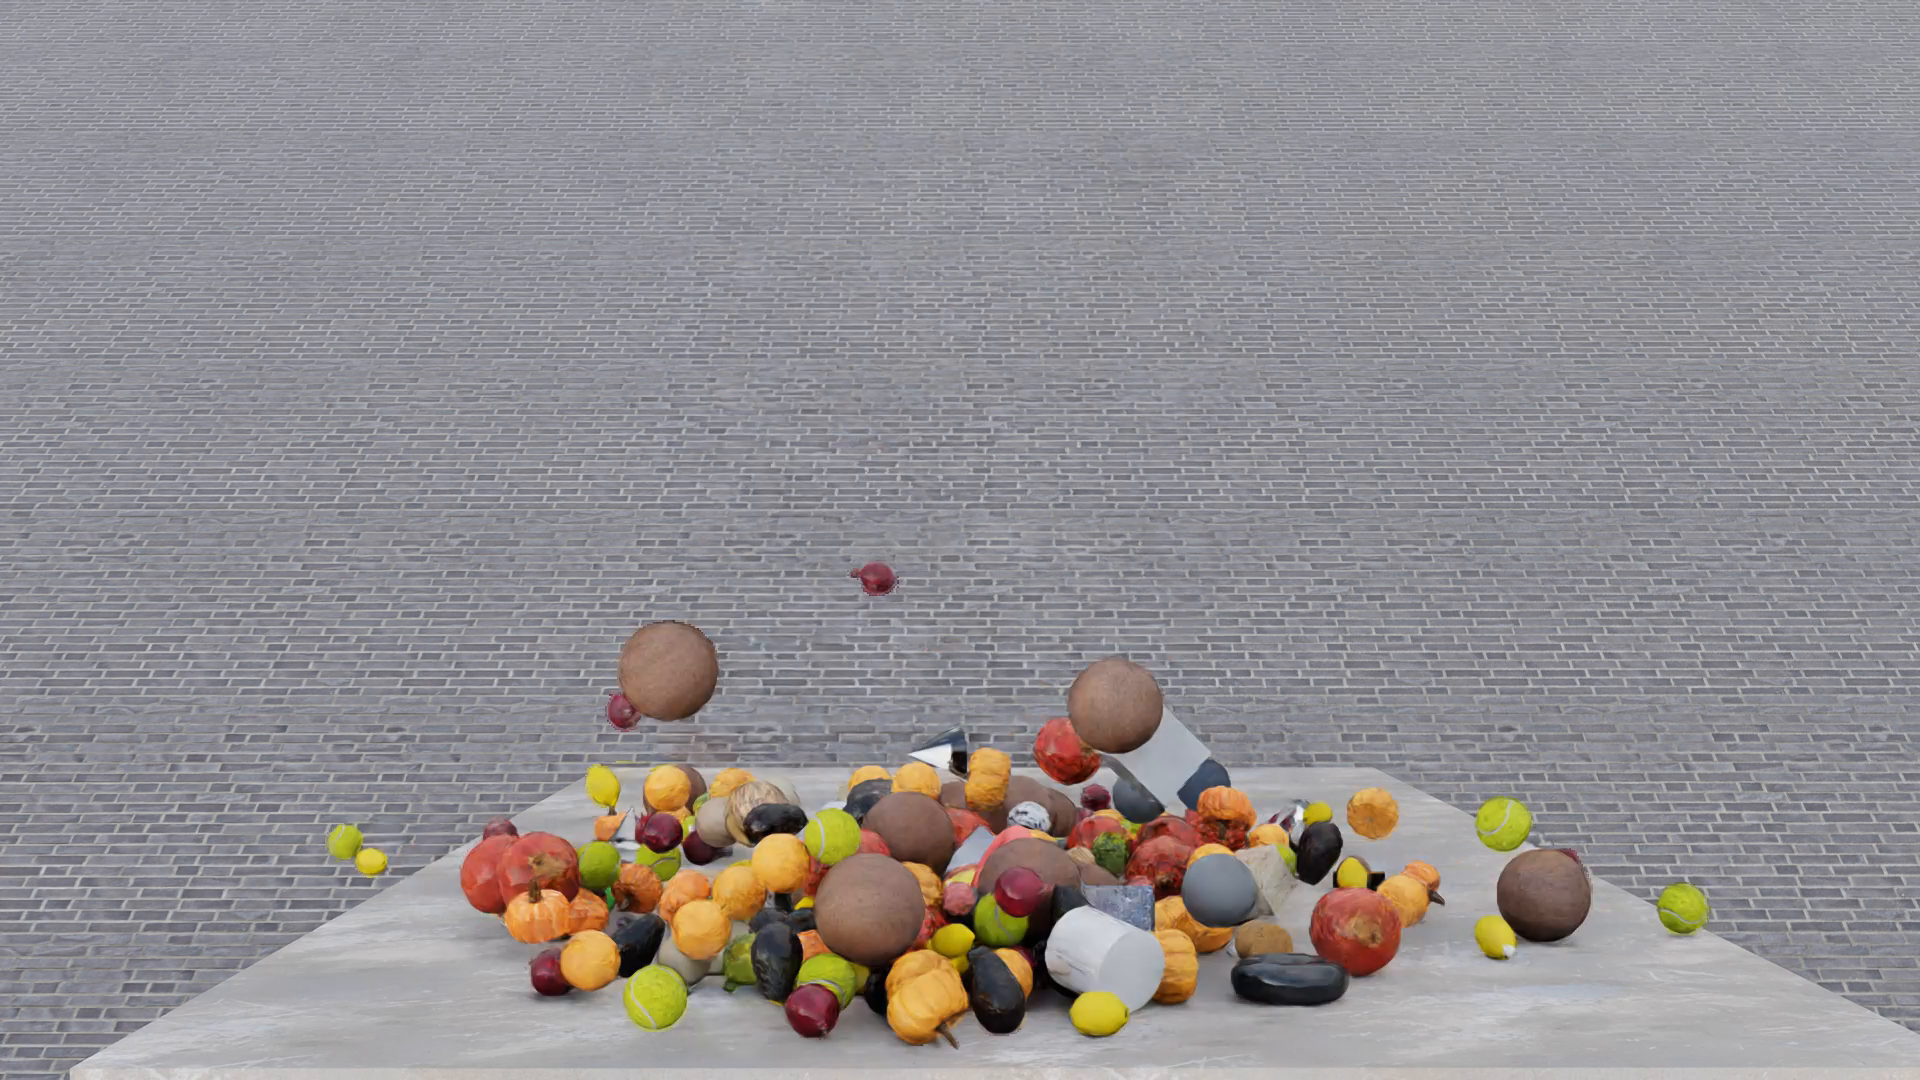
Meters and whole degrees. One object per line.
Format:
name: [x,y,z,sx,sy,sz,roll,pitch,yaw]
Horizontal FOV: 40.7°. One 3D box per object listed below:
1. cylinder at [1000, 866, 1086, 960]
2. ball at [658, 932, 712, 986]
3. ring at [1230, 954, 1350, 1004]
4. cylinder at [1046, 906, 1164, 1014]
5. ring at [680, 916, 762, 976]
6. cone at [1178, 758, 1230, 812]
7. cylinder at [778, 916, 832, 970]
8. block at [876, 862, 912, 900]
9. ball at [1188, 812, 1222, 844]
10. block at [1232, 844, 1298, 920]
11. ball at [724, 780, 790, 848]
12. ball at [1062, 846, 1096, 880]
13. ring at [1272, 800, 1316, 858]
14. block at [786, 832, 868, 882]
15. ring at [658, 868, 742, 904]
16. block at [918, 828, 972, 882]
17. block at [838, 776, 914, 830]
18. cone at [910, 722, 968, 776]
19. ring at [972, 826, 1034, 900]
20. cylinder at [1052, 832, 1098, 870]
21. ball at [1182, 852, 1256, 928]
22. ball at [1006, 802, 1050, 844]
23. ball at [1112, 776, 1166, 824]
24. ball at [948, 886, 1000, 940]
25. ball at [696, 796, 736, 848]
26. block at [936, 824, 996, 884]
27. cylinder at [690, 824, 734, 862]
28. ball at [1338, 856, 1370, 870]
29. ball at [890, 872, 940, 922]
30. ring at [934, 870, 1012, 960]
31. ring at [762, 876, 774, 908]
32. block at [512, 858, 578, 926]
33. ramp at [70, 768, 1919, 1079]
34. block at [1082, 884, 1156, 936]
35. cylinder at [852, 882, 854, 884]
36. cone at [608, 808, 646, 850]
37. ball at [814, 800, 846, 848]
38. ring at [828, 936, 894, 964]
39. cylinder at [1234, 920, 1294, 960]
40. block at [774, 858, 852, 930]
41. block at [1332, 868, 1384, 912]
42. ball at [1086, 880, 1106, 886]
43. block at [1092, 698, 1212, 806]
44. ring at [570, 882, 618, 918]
cylinder: [0.108,0.482,3.344,0.094,0.094,0.094,8,65,12]
ball: [-0.343,0.522,3.230,0.068,0.068,0.068,0,32,0]
ring: [0.400,0.532,3.140,0.143,0.048,0.143,1,-1,0]
cylinder: [0.168,0.487,3.008,0.098,0.098,0.098,-22,22,-31]
ring: [-0.312,0.524,3.347,0.113,0.038,0.113,7,23,-3]
cone: [0.378,0.399,4.117,0.089,0.089,0.089,2,73,-6]
cylinder: [-0.202,0.522,3.357,0.055,0.055,0.055,20,-4,1]
block: [-0.104,0.538,4.085,0.053,0.053,0.053,0,-1,-6]
ball: [0.461,0.540,4.879,0.063,0.063,0.063,0,32,0]
block: [0.411,0.478,3.608,0.071,0.071,0.071,-17,18,43]
ball: [-0.295,0.399,3.766,0.097,0.097,0.097,0,32,0]
ball: [0.176,0.478,3.822,0.051,0.051,0.051,0,32,0]
ring: [0.589,0.509,4.573,0.036,0.109,0.109,25,27,-17]
block: [-0.199,0.497,4.062,0.088,0.088,0.088,-27,1,-33]
ring: [-0.407,0.542,4.053,0.130,0.043,0.130,2,1,0]
block: [-0.023,0.527,4.337,0.080,0.080,0.080,0,-1,-14]
block: [-0.159,0.509,4.939,0.099,0.099,0.099,-12,-14,32]
cone: [-0.043,0.362,4.419,0.094,0.094,0.094,-4,32,-12]
ring: [0.055,0.421,3.354,0.038,0.114,0.114,33,32,-9]
cylinder: [0.193,0.524,4.348,0.056,0.056,0.056,-22,15,38]
ball: [0.325,0.441,3.257,0.094,0.094,0.094,0,32,0]
ball: [0.101,0.420,3.836,0.065,0.065,0.065,0,32,0]
ball: [0.281,0.398,4.041,0.087,0.087,0.087,0,32,0]
ball: [0.018,0.474,3.295,0.066,0.066,0.066,0,32,0]
ball: [-0.391,0.461,4.233,0.083,0.083,0.083,0,32,0]
block: [0.026,0.471,3.697,0.080,0.080,0.080,42,69,7]
cylinder: [-0.438,0.530,4.566,0.067,0.067,0.067,-10,32,-3]
ball: [0.637,0.538,4.184,0.055,0.055,0.055,0,32,0]
ball: [-0.062,0.508,3.685,0.072,0.072,0.072,0,32,0]
ring: [0.025,0.502,3.471,0.124,0.041,0.124,8,63,-15]
ring: [-0.245,0.538,3.927,0.110,0.037,0.110,8,13,-2]
block: [-0.594,0.504,3.704,0.073,0.073,0.073,7,59,-26]
ramp: [0.070,0.620,4.702,2.000,0.100,4.000,0,-1,0]
block: [0.203,0.498,3.324,0.089,0.089,0.089,1,68,7]
cylinder: [-0.211,0.525,4.147,0.066,0.066,0.066,17,17,-39]
cone: [-0.608,0.525,4.768,0.073,0.073,0.073,4,72,6]
ball: [-0.188,0.437,3.975,0.073,0.073,0.073,0,32,0]
ring: [-0.131,0.544,3.441,0.087,0.029,0.087,0,-1,0]
cylinder: [0.396,0.529,3.384,0.058,0.058,0.058,-12,1,-18]
block: [-0.215,0.516,3.773,0.091,0.091,0.091,0,-1,-19]
block: [0.607,0.535,3.951,0.056,0.056,0.056,0,-1,-38]
ball: [0.192,0.529,3.771,0.065,0.065,0.065,0,32,0]
block: [0.268,0.295,3.617,0.100,0.100,0.100,-48,13,-10]
ring: [-0.581,0.542,3.906,0.128,0.043,0.128,0,1,0]
